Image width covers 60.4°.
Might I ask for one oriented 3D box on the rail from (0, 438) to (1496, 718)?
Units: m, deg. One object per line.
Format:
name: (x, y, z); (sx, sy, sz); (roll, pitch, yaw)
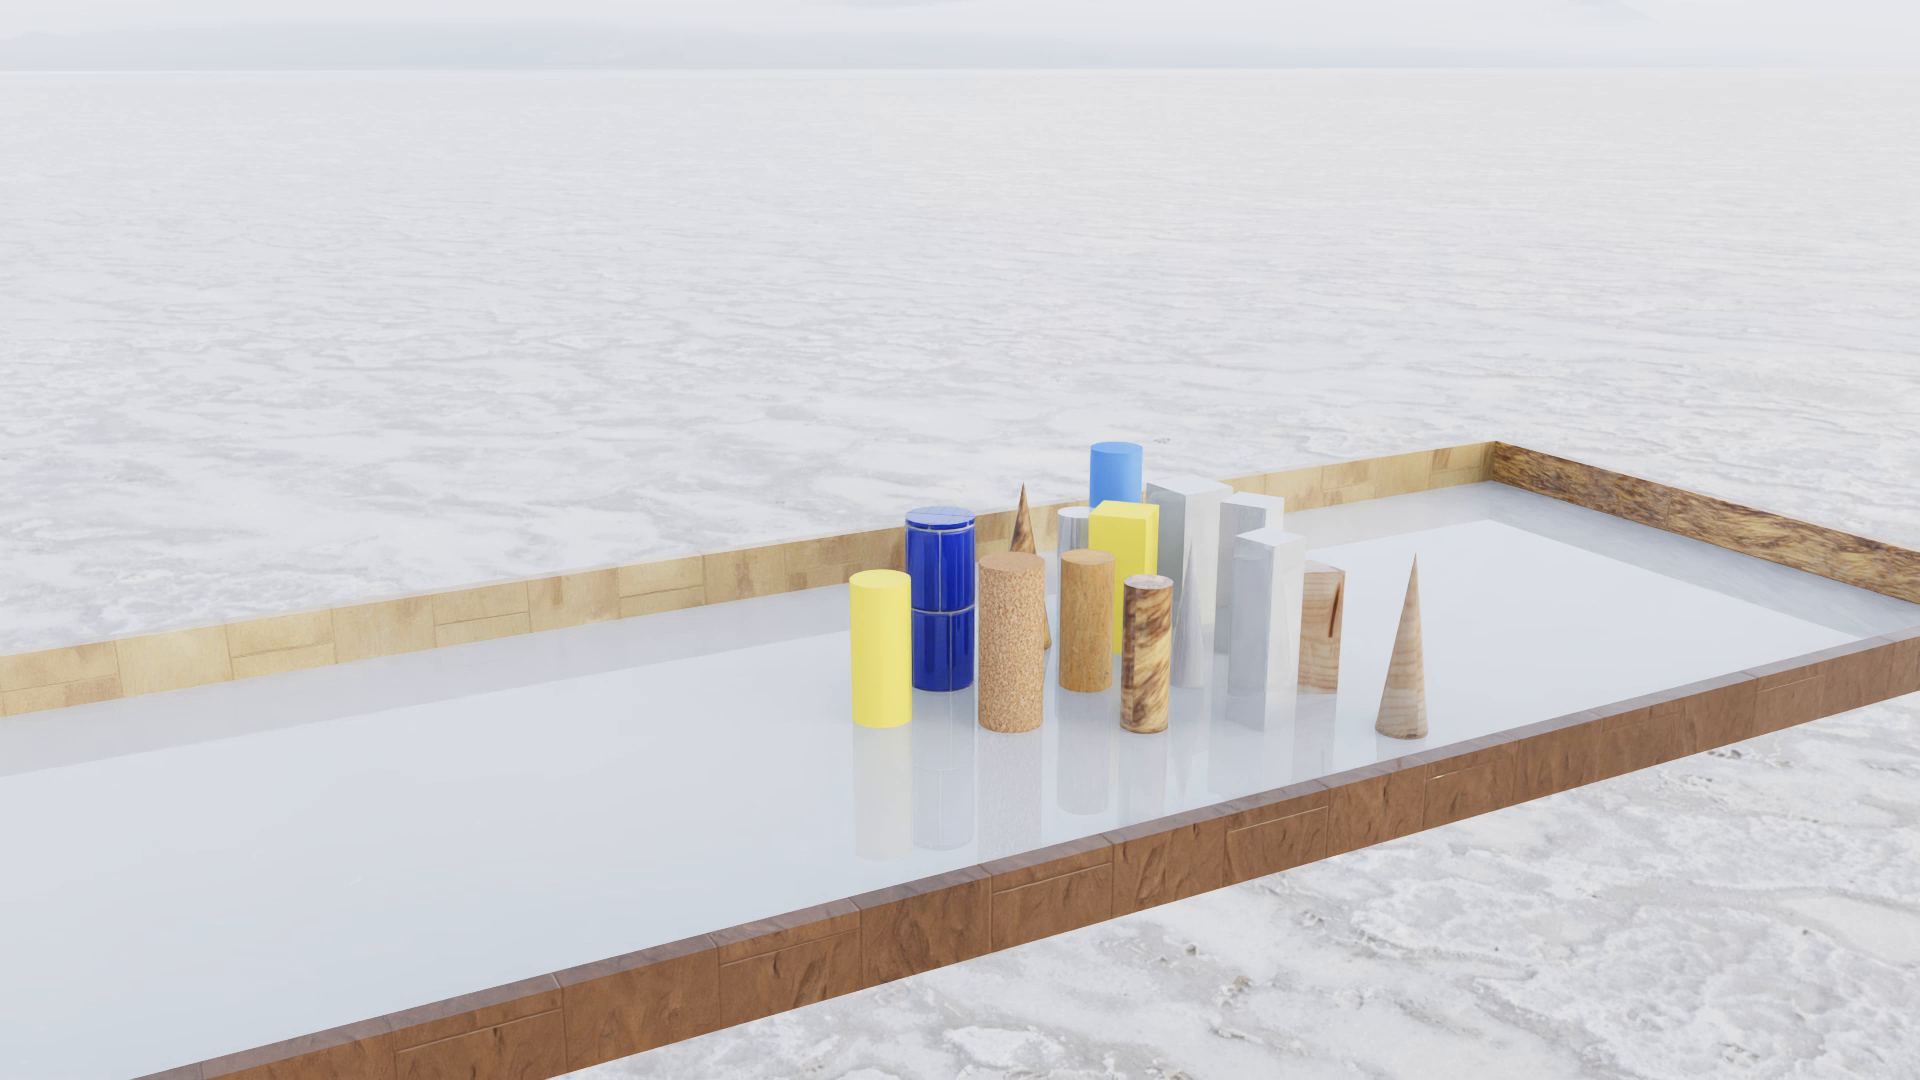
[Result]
rail: (-3.305, 0.497, 3.399); (12.000, 0.150, 0.050); (-9, 18, -27)

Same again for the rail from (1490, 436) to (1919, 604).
rail: (2.466, -0.048, 5.253); (0.050, 0.150, 2.100); (-9, 18, -27)

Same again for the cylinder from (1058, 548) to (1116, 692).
cylinder: (0.314, 0.199, 4.089); (0.133, 0.331, 0.133); (0, 16, 0)

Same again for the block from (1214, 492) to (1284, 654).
block: (0.757, 0.091, 4.322); (0.125, 0.407, 0.125); (10, 19, 31)

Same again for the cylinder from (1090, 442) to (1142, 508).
cylinder: (0.457, -0.072, 4.867); (0.152, 0.413, 0.152); (0, 16, 0)

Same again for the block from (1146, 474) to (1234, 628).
block: (0.629, 0.031, 4.569); (0.168, 0.383, 0.168); (-10, 19, -31)

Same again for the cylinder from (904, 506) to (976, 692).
cylinder: (-0.049, 0.146, 4.095); (0.173, 0.430, 0.173); (0, 16, 0)

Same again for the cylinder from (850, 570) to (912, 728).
cylinder: (-0.185, 0.255, 3.878); (0.143, 0.344, 0.143); (0, 16, 0)

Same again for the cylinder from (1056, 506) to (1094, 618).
cylinder: (0.330, 0.067, 4.593); (0.121, 0.301, 0.121); (0, 16, 0)

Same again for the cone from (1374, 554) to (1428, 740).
cone: (1.031, 0.232, 3.788); (0.122, 0.437, 0.122); (0, 16, 0)

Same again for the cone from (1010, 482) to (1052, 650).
cone: (0.165, 0.060, 4.353); (0.162, 0.449, 0.162); (0, 16, 0)

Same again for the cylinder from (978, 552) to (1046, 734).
cylinder: (0.119, 0.238, 3.846); (0.153, 0.394, 0.153); (0, 16, 0)

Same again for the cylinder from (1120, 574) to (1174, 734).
cylinder: (0.432, 0.265, 3.828); (0.113, 0.353, 0.113); (0, 16, 0)

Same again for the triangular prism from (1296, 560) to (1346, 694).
triangular prism: (0.865, 0.213, 4.067); (0.121, 0.317, 0.104); (-2, 16, -6)

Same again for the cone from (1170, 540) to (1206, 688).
cone: (0.569, 0.171, 4.093); (0.103, 0.384, 0.103); (0, 16, 0)

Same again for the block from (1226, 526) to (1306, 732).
block: (0.712, 0.208, 3.845); (0.115, 0.452, 0.115); (-14, 21, -39)

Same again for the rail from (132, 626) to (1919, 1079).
rail: (-2.336, 1.006, 1.665); (12.000, 0.150, 0.050); (-9, 18, -27)

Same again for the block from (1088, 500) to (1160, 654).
block: (0.429, 0.099, 4.357); (0.151, 0.372, 0.151); (6, 17, 18)
